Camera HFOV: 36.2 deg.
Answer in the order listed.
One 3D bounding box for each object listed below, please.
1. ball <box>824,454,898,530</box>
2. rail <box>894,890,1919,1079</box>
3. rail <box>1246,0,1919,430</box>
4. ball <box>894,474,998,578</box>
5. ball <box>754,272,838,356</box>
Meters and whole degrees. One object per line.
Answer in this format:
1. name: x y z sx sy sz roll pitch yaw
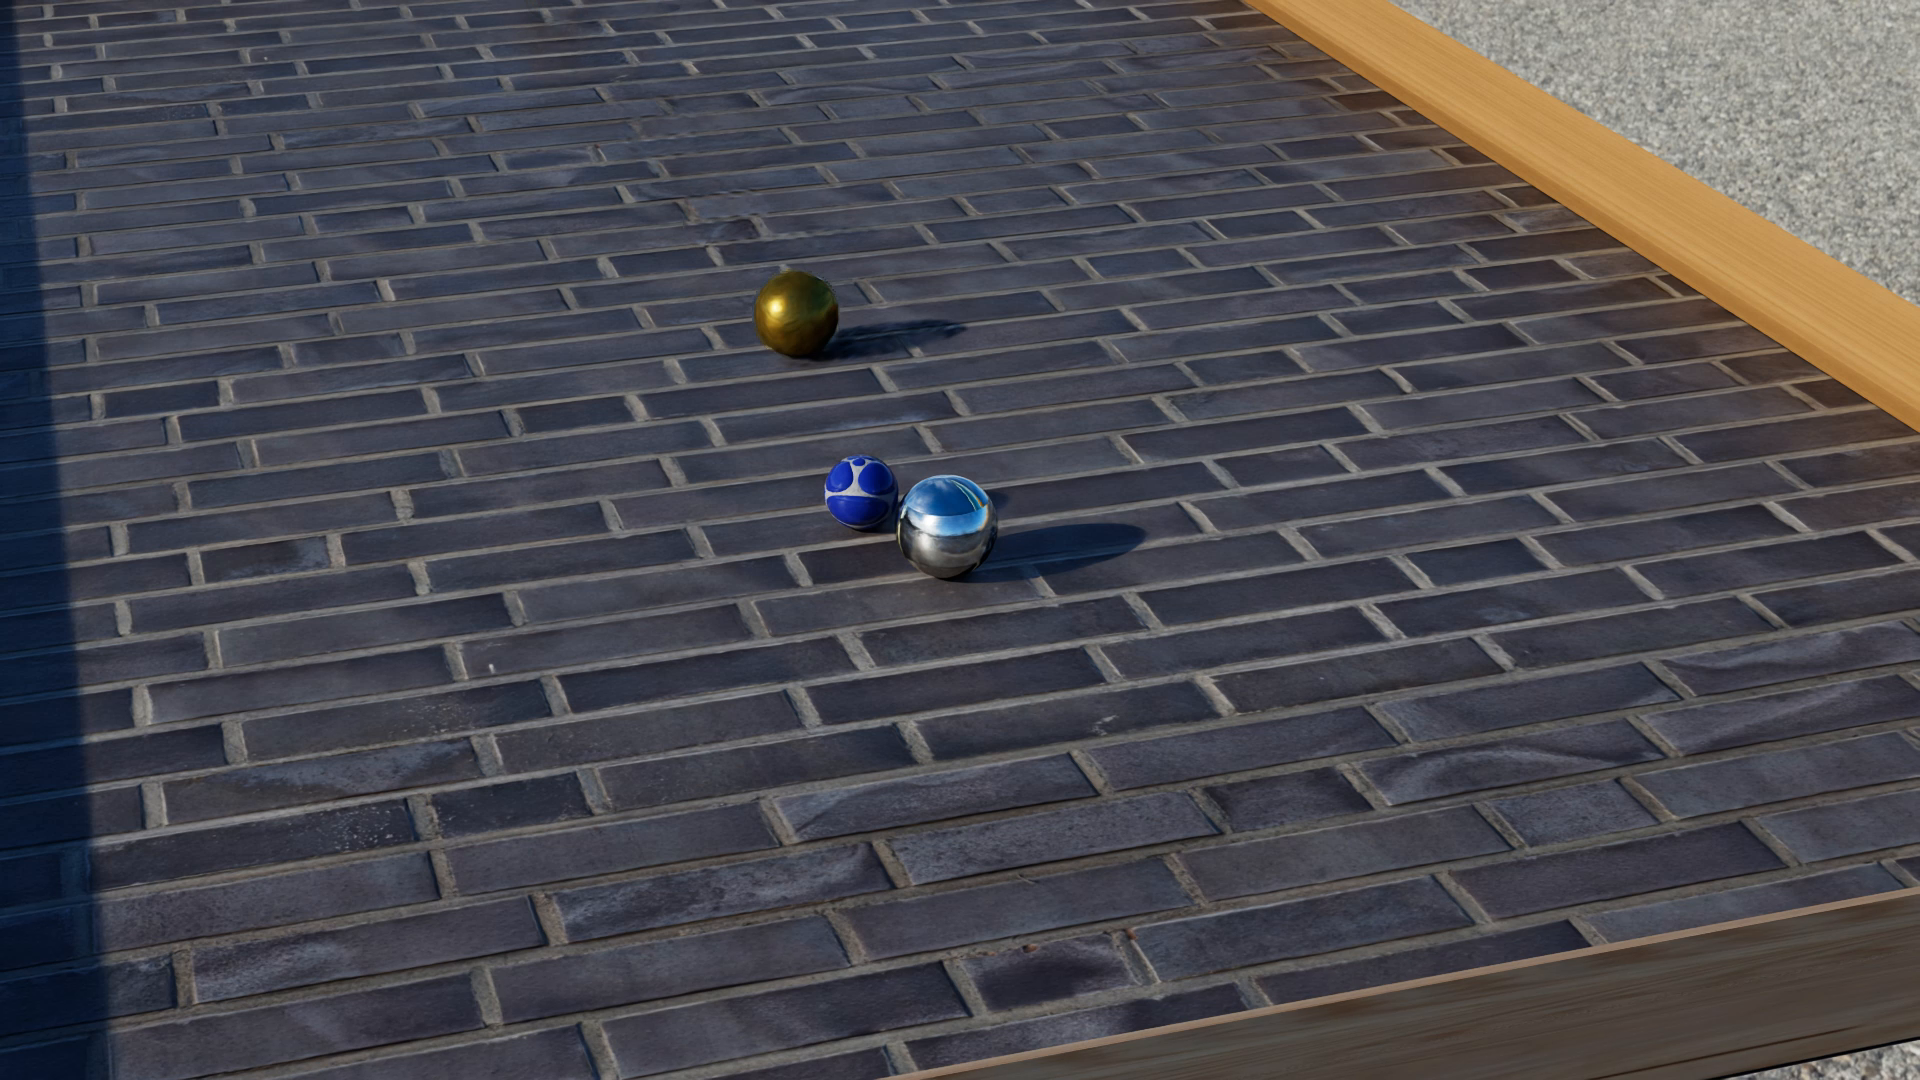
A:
1. ball: -0.072 -0.035 2.144 0.055 0.055 0.055 0 25 0
2. rail: 0.200 0.254 1.479 1.605 0.095 0.045 -8 26 -16
3. rail: 0.536 -0.392 2.858 0.045 0.095 2.749 -8 26 -16
4. ball: -0.010 -0.010 2.069 0.073 0.073 0.073 0 25 0
5. ball: -0.136 -0.188 2.454 0.071 0.071 0.071 0 25 0
